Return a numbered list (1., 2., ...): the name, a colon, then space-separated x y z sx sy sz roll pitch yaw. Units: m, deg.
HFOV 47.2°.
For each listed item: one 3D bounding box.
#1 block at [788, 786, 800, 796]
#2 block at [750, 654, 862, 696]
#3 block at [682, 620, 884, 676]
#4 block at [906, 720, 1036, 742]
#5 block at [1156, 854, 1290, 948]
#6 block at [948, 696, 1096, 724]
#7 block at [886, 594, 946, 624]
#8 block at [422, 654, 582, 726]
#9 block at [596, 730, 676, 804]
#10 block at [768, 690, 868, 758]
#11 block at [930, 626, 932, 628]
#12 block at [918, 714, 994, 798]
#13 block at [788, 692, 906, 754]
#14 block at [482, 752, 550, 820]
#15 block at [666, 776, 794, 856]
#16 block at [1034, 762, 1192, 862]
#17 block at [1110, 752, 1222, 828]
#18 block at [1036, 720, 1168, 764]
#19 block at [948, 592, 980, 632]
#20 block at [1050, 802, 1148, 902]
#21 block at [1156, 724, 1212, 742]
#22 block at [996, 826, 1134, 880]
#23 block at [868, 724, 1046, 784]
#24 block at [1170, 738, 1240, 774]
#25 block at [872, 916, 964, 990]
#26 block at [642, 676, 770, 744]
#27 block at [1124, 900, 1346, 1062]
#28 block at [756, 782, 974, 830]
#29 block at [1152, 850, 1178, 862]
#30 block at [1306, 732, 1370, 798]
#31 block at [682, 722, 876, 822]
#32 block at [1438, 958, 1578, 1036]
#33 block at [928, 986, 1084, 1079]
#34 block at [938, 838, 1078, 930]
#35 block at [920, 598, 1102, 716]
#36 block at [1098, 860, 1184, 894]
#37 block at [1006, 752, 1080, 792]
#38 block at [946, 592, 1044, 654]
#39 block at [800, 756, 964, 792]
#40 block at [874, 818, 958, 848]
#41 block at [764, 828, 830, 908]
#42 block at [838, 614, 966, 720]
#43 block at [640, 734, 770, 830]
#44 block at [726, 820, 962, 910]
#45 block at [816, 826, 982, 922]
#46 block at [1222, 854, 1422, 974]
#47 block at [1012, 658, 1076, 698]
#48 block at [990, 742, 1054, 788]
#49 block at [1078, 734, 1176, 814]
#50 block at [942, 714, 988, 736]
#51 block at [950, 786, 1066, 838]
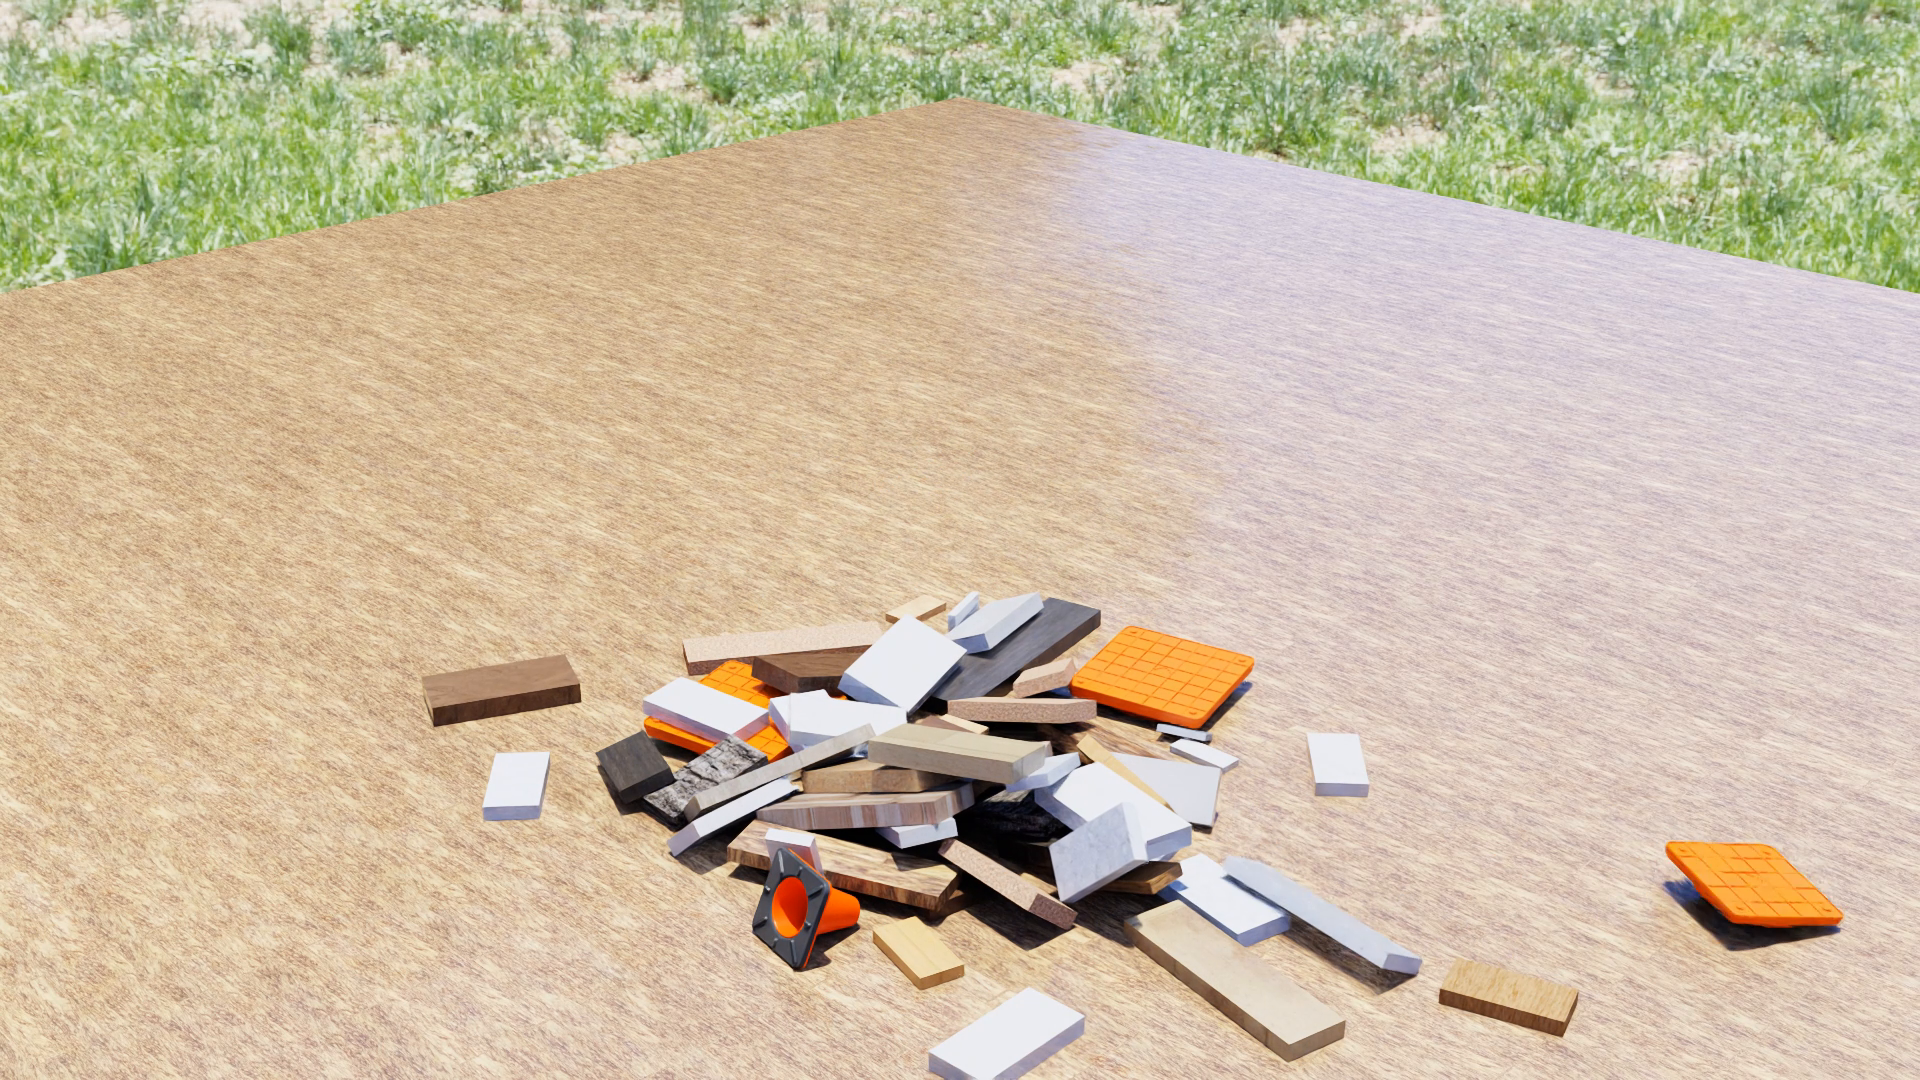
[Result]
1. block: -0.349 0.532 4.490 0.048 0.014 0.095 -4 23 -9
2. block: -0.281 0.298 4.870 0.331 0.046 0.162 1 13 -44
3. block: -0.408 0.251 5.124 0.461 0.035 0.124 -5 24 -12
4. block: 0.023 0.430 4.698 0.273 0.039 0.136 -1 23 -2
5. block: 0.485 0.676 4.121 0.127 0.036 0.254 -15 27 -31
6. block: 0.133 0.364 4.708 0.285 0.040 0.143 -1 -1 32
7. block: -0.106 0.173 5.327 0.072 0.020 0.143 18 29 36
8. block: -1.025 0.334 4.914 0.325 0.046 0.162 -9 24 -19
9. block: -0.673 0.468 4.548 0.112 0.032 0.224 -25 23 -14
10. block: -0.289 0.419 4.621 0.131 0.037 0.261 -8 39 -31
11. block: -0.111 0.241 5.166 0.072 0.020 0.143 4 23 8
12. block: -0.017 0.438 4.457 0.130 0.037 0.261 -35 33 -30
13. block: -0.236 0.390 4.620 0.247 0.035 0.124 9 34 -10
14. block: -0.911 0.505 4.529 0.112 0.032 0.224 -2 23 -4
15. block: -0.453 0.544 4.336 0.240 0.034 0.120 -23 -10 -41
16. block: 0.288 0.519 4.178 0.151 0.043 0.302 -15 26 -28
17. block: 0.404 0.503 4.434 0.231 0.116 0.033 7 -15 16
18. block: 0.304 0.442 4.622 0.136 0.039 0.273 0 17 -44
19. block: 0.009 0.184 5.234 0.020 0.072 0.143 8 24 22
20. block: 0.253 0.577 4.051 0.031 0.222 0.111 9 57 -35
21. block: 0.485 0.414 4.738 0.110 0.016 0.055 10 1 23
22. block: 0.231 0.581 4.235 0.302 0.043 0.151 3 21 45
23. block: -0.007 0.412 4.255 0.307 0.043 0.153 6 11 25
24. block: 0.518 0.457 4.665 0.144 0.016 0.055 21 31 40
25. block: -0.076 0.745 3.972 0.090 0.026 0.180 -13 26 -27
26. block: -0.542 0.367 4.692 0.247 0.035 0.124 18 31 31
27. block: 0.478 0.773 3.893 0.127 0.036 0.454 -14 27 -31
28. block: -0.186 0.520 4.282 0.403 0.043 0.153 -7 5 29
29. block: 0.372 0.604 4.306 0.088 0.025 0.175 13 26 29
30. block: 0.791 0.470 4.613 0.108 0.031 0.217 1 23 3
31. block: -0.361 0.467 4.421 0.398 0.032 0.112 -21 -13 -26
32. block: 0.959 0.797 3.842 0.217 0.031 0.108 11 26 25
33. block: 0.080 0.849 3.715 0.127 0.036 0.254 20 30 39
34. block: 0.088 0.640 4.109 0.261 0.037 0.131 26 -6 46
35. block: 0.117 0.269 5.074 0.143 0.040 0.597 14 27 30
36. block: 0.327 0.634 4.153 0.088 0.025 0.175 -25 13 -39
37. block: 0.161 0.451 4.271 0.090 0.026 0.180 -12 3 23
38. block: 0.069 0.200 5.157 0.143 0.040 0.285 -14 11 32
39. block: -0.151 0.464 4.369 0.307 0.043 0.153 -6 3 40
40. block: -0.088 0.549 4.230 0.111 0.031 0.222 -11 4 -15
41. block: -0.303 0.611 4.094 0.090 0.180 0.025 7 45 17
42. block: -0.124 0.284 4.851 0.162 0.046 0.325 31 31 10
43. block: -0.518 0.492 4.483 0.240 0.034 0.120 -33 37 -30
44. block: -0.221 0.616 4.181 0.444 0.031 0.111 10 25 22
45. block: -0.122 0.619 4.258 0.120 0.034 0.393 -16 28 -33
46. block: 0.661 0.686 4.042 0.108 0.031 0.410 19 6 -42
47. block: 0.189 0.304 4.865 0.116 0.033 0.231 -16 2 8
48. block: 0.041 0.463 4.495 0.273 0.039 0.136 -6 15 21
49. block: 0.336 0.484 4.348 0.033 0.116 0.231 -46 54 -6
50. block: 0.000 0.401 4.663 0.110 0.016 0.055 15 27 31
51. block: 0.093 0.527 4.372 0.302 0.043 0.151 1 18 40
